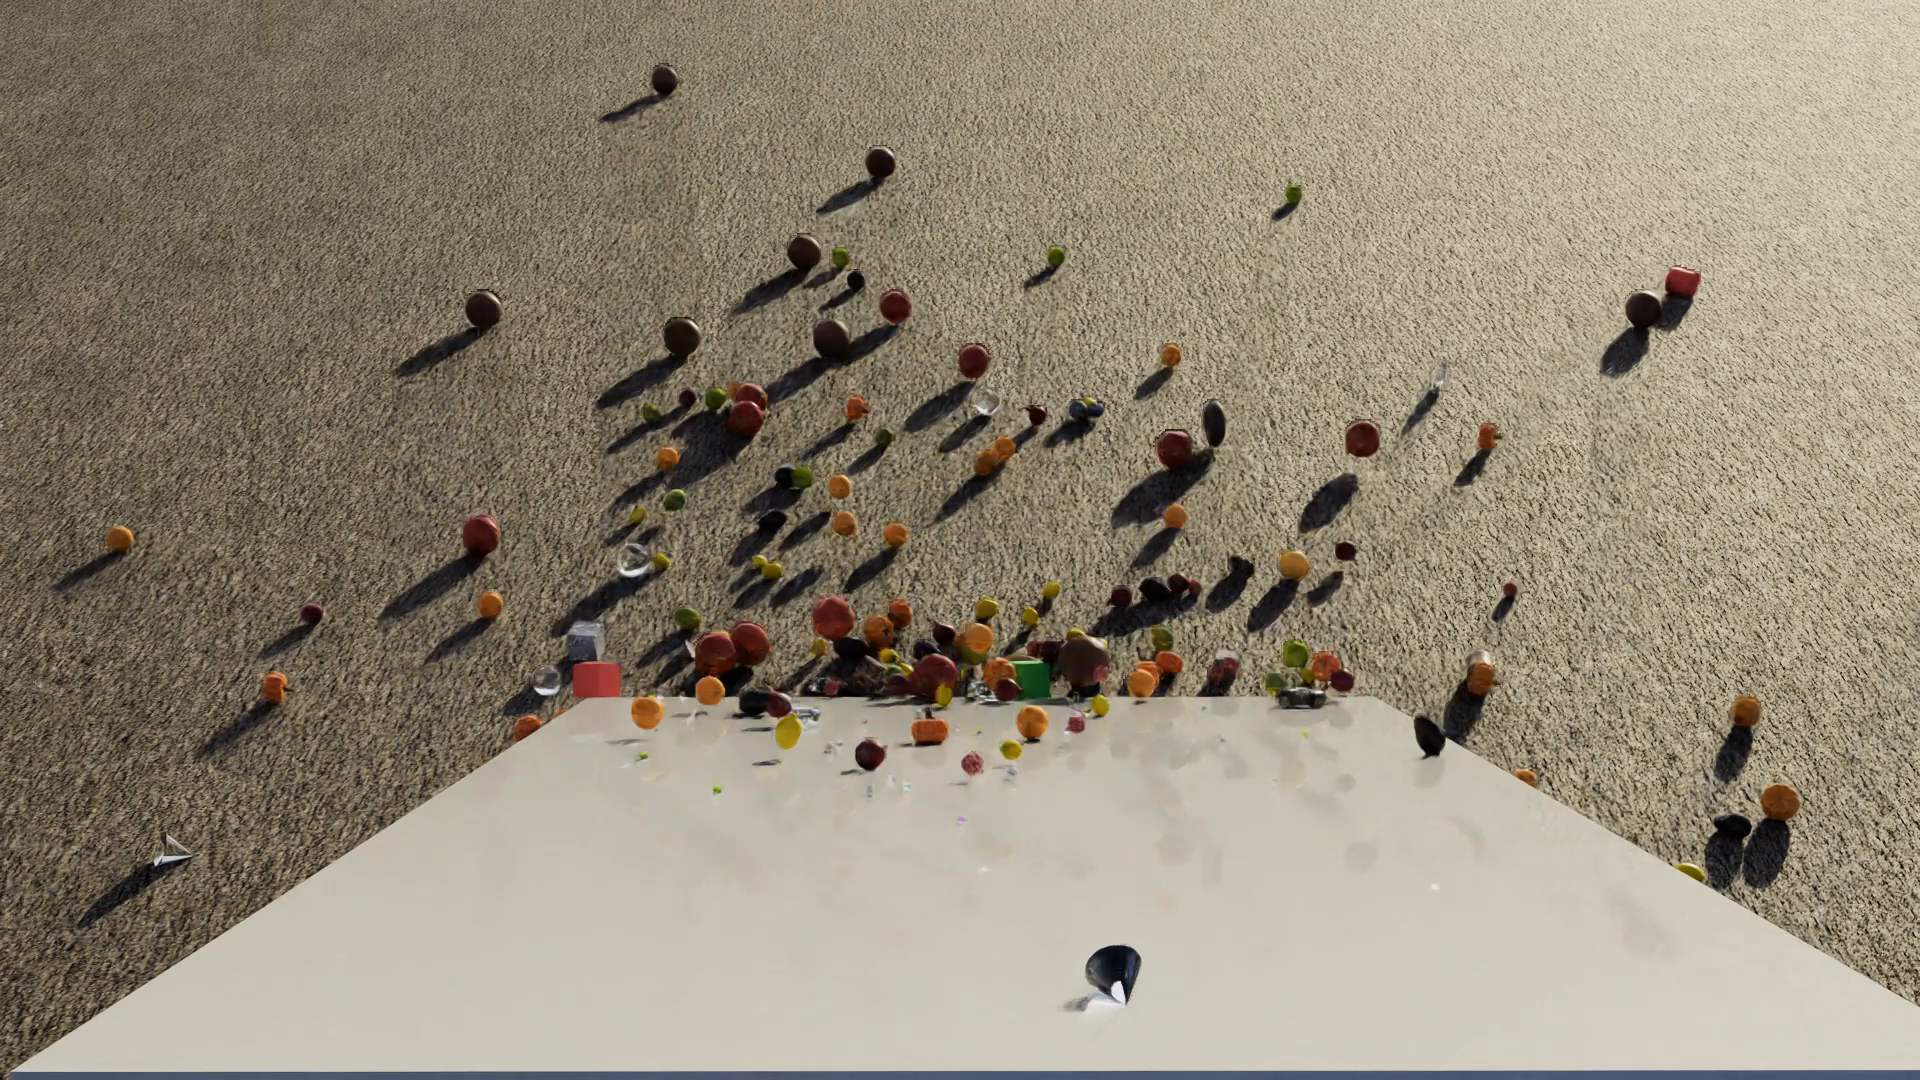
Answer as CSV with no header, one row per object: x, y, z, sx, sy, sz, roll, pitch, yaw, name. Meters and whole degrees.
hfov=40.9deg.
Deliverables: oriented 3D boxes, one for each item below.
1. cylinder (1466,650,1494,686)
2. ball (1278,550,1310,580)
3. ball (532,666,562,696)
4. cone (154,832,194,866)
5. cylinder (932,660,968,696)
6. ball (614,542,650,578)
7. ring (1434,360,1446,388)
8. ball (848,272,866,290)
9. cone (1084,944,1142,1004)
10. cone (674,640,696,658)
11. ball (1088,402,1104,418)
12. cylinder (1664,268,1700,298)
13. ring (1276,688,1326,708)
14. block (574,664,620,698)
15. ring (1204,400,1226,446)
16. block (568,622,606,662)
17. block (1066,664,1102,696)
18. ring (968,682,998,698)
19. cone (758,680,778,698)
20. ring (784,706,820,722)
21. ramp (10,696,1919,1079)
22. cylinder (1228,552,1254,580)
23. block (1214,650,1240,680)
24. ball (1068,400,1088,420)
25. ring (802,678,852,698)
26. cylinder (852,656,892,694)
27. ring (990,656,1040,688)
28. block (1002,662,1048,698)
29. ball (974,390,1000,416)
1.377,0.338,6.819,0.070,0.070,0.070,3,25,7,cylinder
0.955,0.073,7.373,0.087,0.087,0.087,0,25,0,ball
-1.045,0.358,6.527,0.075,0.075,0.075,0,25,0,ball
-1.826,0.729,6.013,0.081,0.081,0.081,17,15,-30,cone
-0.027,0.361,6.619,0.093,0.093,0.093,0,-9,0,cylinder
-0.940,0.057,7.392,0.100,0.100,0.100,0,25,0,ball
1.627,-0.564,8.736,0.032,0.097,0.097,4,25,9,ring
-0.389,-0.974,9.664,0.068,0.068,0.068,0,25,0,ball
0.179,0.500,2.886,0.067,0.067,0.067,-4,29,-9,cone
-0.749,0.306,6.942,0.055,0.055,0.055,-26,24,7,cone
0.449,-0.429,8.489,0.050,0.050,0.050,0,25,0,ball
2.690,-0.960,9.598,0.093,0.093,0.093,22,33,35,cylinder
0.835,0.386,6.303,0.123,0.041,0.123,1,2,0,ring
-0.934,0.362,6.622,0.085,0.085,0.085,-3,-5,31,block
0.815,-0.373,8.253,0.049,0.148,0.148,-3,25,-6,ring
-1.007,0.274,6.948,0.078,0.078,0.078,4,25,8,block
0.322,0.373,6.690,0.071,0.071,0.071,13,68,-4,block
0.059,0.379,6.517,0.080,0.027,0.080,16,8,-2,ring
-0.509,0.388,6.709,0.058,0.058,0.058,-11,14,3,cone
-0.365,0.403,5.972,0.087,0.029,0.087,1,1,0,ring
0.057,0.512,4.554,2.000,0.100,4.000,0,2,0,ramp
0.806,0.077,7.399,0.057,0.057,0.057,-14,48,-28,cylinder
0.709,0.332,6.845,0.058,0.058,0.058,7,25,14,block
0.388,-0.426,8.485,0.063,0.063,0.063,0,25,0,ball
-0.348,0.400,6.718,0.131,0.044,0.131,-1,24,0,ring
-0.231,0.352,6.755,0.073,0.073,0.073,32,34,14,cylinder
0.155,0.352,6.815,0.149,0.050,0.149,-1,26,0,ring
0.166,0.355,6.564,0.087,0.087,0.087,-1,1,-34,block
0.091,-0.454,8.518,0.084,0.084,0.084,0,25,0,ball
